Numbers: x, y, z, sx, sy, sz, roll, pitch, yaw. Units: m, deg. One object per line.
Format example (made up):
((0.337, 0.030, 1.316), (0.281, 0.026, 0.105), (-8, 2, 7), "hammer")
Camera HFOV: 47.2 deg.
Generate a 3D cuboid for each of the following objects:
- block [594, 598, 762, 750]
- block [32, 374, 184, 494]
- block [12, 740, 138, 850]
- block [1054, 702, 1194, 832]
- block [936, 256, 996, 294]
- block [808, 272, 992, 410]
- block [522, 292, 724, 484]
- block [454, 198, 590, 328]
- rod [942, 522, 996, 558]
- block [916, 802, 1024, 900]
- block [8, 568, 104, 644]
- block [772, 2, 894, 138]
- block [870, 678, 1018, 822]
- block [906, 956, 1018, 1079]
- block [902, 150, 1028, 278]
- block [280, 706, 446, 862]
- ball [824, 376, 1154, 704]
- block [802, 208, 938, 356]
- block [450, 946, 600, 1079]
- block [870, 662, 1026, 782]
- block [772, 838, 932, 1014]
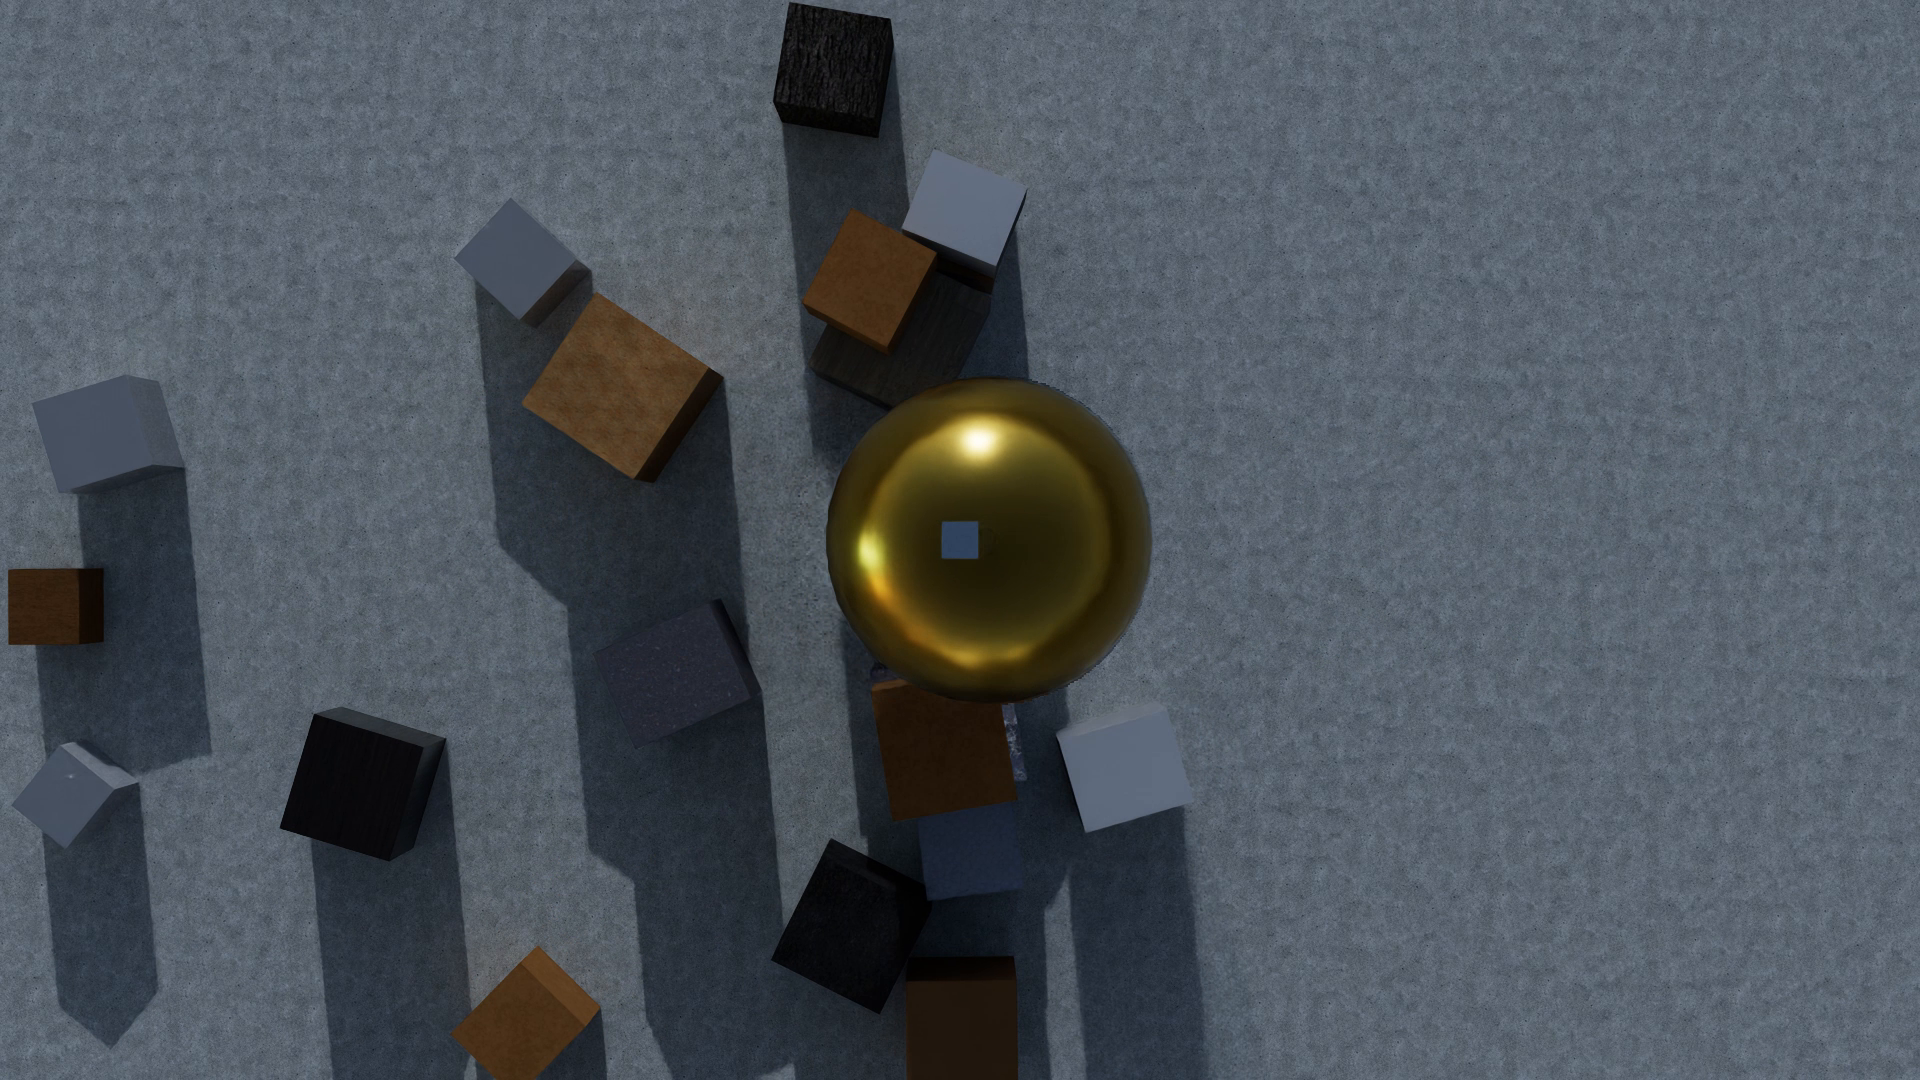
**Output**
((-1.616, 0.761, 12.662), (0.709, 0.677, 0.592), (-24, 90, 0), "block")
((-4.926, -0.603, 12.740), (0.557, 0.520, 0.533), (-17, 90, 0), "block")
((-5.148, 1.476, 12.809), (0.403, 0.381, 0.445), (39, 90, 0), "block")
((0.934, 1.299, 12.673), (0.634, 0.655, 0.537), (-16, 90, 0), "block")
((0.012, -1.772, 12.720), (0.497, 0.559, 0.531), (15, 90, 0), "block")
((-0.335, -1.154, 12.581), (0.754, 0.837, 0.780), (26, 90, 0), "block")
((-1.915, -0.857, 12.600), (0.753, 0.799, 0.752), (34, 90, 0), "block")
((-2.529, -1.597, 12.748), (0.513, 0.504, 0.475), (43, 90, 0), "block")
((0.061, 0.000, 7.344), (0.080, 5.200, 0.080), (0, 90, 1), "rod")
((0.050, 1.716, 12.743), (0.558, 0.515, 0.598), (-8, 90, 0), "block")
((-5.266, 0.385, 12.819), (0.407, 0.362, 0.434), (0, 90, 0), "block")
((-0.722, -2.702, 12.690), (0.579, 0.621, 0.567), (9, 90, 0), "block")
((-0.083, 1.077, 11.836), (0.662, 0.665, 0.690), (-10, 90, 0), "block")
((0.011, 2.789, 12.647), (0.622, 0.706, 0.650), (-1, 90, 0), "block")
((0.026, -1.794, 12.155), (0.549, 0.572, 0.463), (22, 90, 0), "block")
((-3.445, 1.403, 12.725), (0.650, 0.551, 0.677), (17, 90, 0), "block")
((0.141, 0.000, 10.743), (1.600, 1.600, 1.600), (0, 90, 0), "ball")
((-0.478, -1.382, 11.867), (0.508, 0.591, 0.563), (28, 90, 0), "block")
((-2.508, 2.781, 12.737), (0.522, 0.527, 0.568), (44, 90, 0), "block")
((-0.065, 1.024, 12.584), (0.756, 0.831, 0.731), (-9, 90, 0), "block")
((-0.606, 2.203, 12.624), (0.677, 0.751, 0.647), (27, 90, 0), "block")
